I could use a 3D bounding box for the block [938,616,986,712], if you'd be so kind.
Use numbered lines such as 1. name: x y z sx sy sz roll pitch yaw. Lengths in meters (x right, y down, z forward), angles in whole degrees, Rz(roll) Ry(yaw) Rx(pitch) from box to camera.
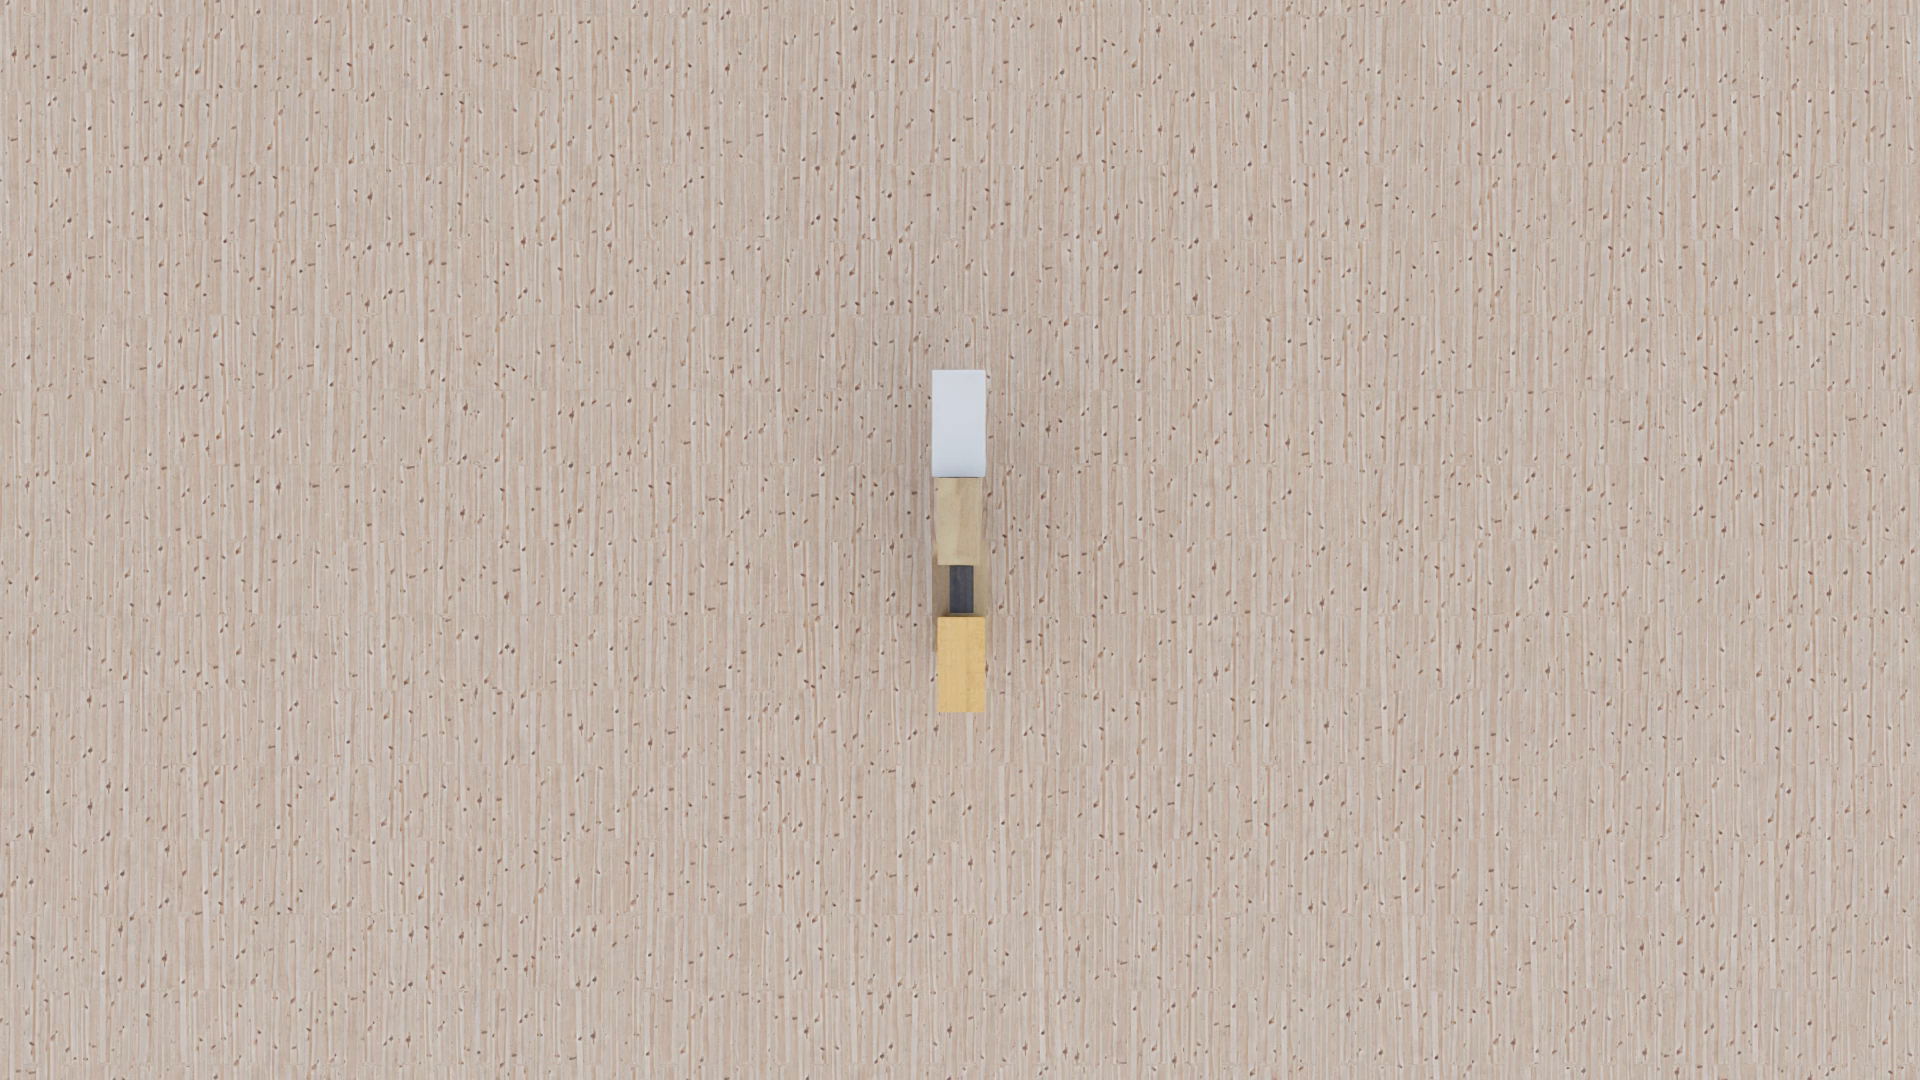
1. block: 0.004 0.363 4.814 0.138 0.039 0.276 0 90 0

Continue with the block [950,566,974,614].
1. block: 0.005 0.148 4.957 0.071 0.020 0.142 0 90 0

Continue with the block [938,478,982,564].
1. block: -0.002 -0.055 4.838 0.127 0.036 0.254 0 90 0

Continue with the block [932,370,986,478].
1. block: -0.004 -0.344 4.881 0.157 0.044 0.314 0 90 0

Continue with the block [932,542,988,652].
1. block: -0.001 0.175 5.134 0.171 0.048 0.342 0 90 0
